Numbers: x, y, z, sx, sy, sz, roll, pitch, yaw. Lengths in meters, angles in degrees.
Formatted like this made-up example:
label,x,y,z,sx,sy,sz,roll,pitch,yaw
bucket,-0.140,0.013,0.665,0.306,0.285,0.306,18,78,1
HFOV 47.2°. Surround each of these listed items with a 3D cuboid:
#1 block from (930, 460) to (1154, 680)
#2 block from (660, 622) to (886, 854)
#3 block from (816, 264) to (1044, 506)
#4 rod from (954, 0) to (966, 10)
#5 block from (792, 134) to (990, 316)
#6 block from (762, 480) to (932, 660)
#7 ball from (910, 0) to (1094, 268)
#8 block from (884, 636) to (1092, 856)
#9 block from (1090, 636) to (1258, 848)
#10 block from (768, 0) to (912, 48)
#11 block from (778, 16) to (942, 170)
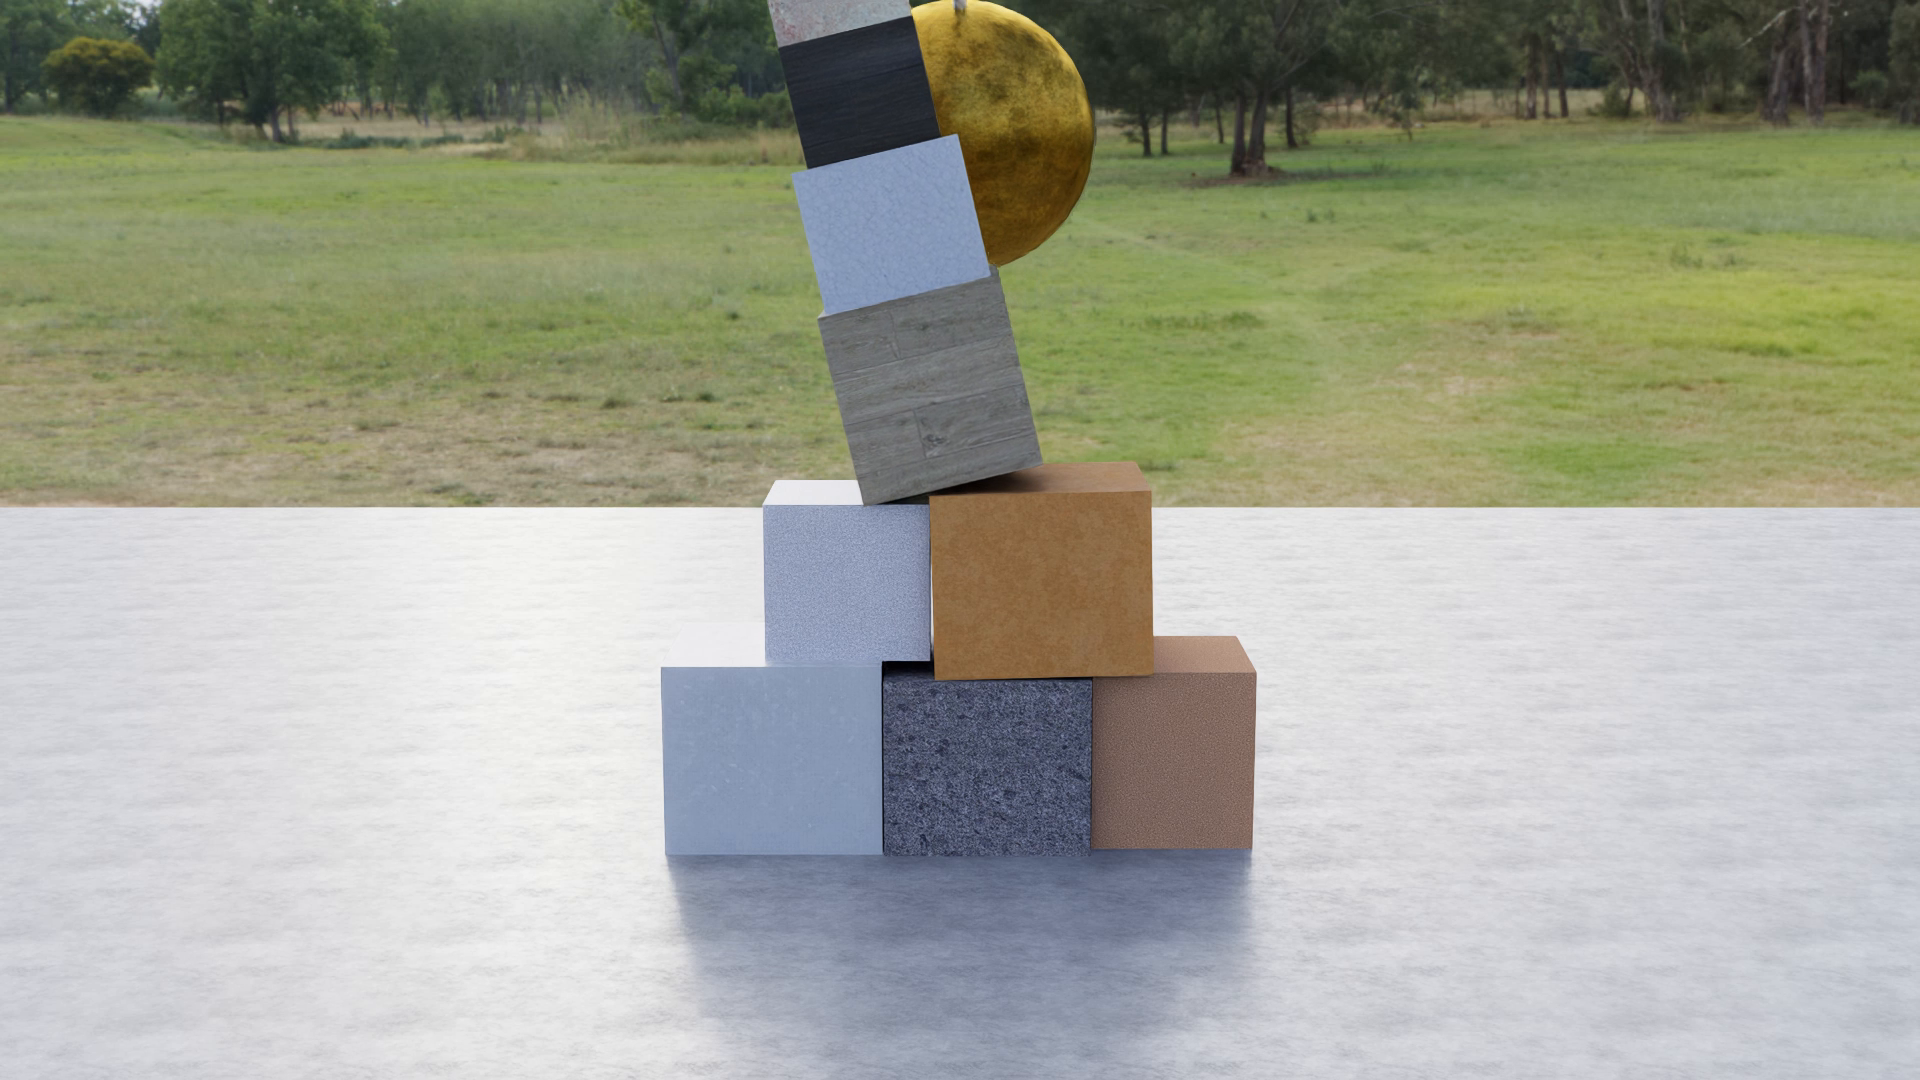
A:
label,x,y,z,sx,sy,sz,roll,pitch,yaw
block,0.402,0.137,11.210,1.075,0.915,1.002,-2,10,0
block,-0.927,1.004,11.359,1.083,0.961,1.004,0,10,0
block,-0.140,-0.793,11.033,0.897,0.940,0.907,-13,10,2
rod,0.000,-5.251,11.236,0.080,5.200,0.080,0,33,0
block,-0.328,-1.576,10.902,0.816,0.691,0.779,-13,10,2
block,-0.558,0.143,11.212,0.816,0.785,0.783,0,10,0
ball,0.000,-2.393,13.078,1.600,1.600,1.600,0,10,0
block,0.136,1.041,11.356,1.023,0.888,1.045,0,10,0
block,1.063,1.029,11.362,0.812,0.910,0.823,0,10,0
block,-0.611,-2.741,10.691,0.647,0.571,0.675,-13,10,2
block,-0.477,-2.183,10.771,0.656,0.586,0.629,-13,10,2
